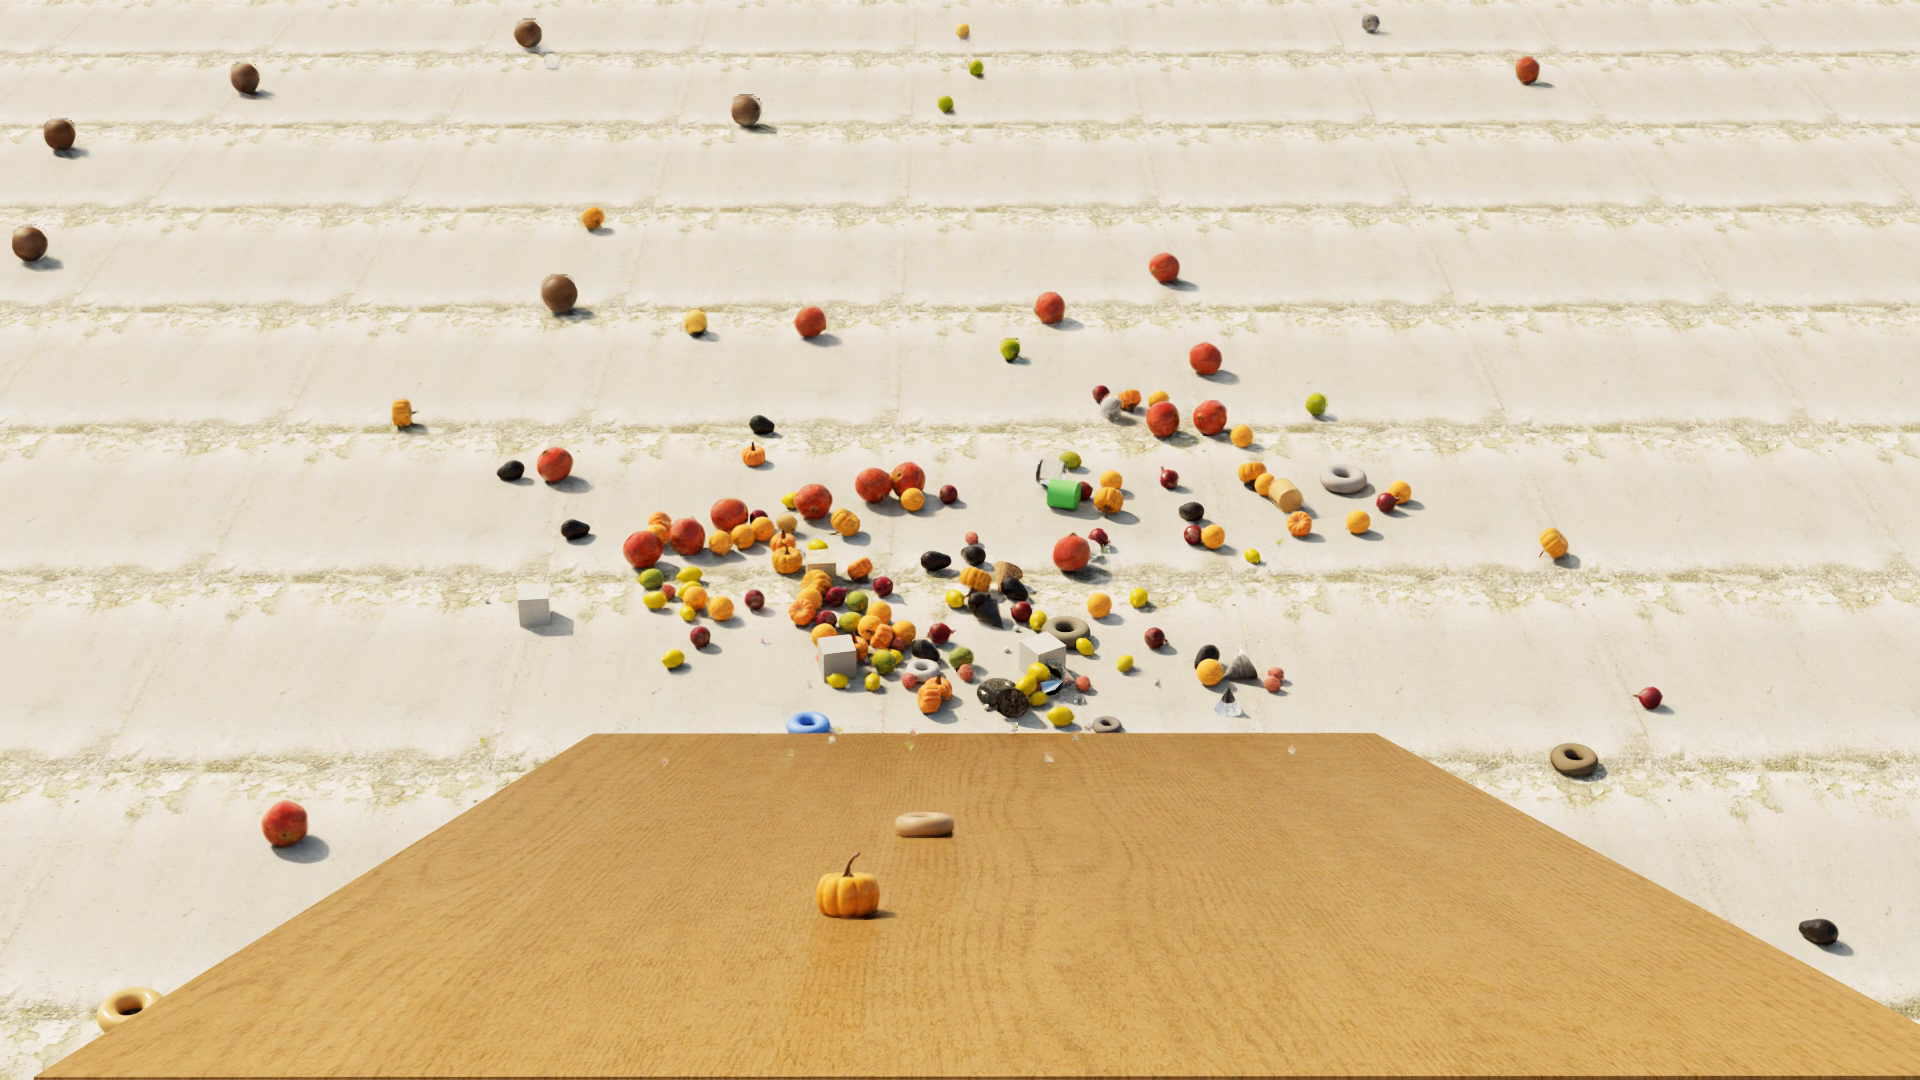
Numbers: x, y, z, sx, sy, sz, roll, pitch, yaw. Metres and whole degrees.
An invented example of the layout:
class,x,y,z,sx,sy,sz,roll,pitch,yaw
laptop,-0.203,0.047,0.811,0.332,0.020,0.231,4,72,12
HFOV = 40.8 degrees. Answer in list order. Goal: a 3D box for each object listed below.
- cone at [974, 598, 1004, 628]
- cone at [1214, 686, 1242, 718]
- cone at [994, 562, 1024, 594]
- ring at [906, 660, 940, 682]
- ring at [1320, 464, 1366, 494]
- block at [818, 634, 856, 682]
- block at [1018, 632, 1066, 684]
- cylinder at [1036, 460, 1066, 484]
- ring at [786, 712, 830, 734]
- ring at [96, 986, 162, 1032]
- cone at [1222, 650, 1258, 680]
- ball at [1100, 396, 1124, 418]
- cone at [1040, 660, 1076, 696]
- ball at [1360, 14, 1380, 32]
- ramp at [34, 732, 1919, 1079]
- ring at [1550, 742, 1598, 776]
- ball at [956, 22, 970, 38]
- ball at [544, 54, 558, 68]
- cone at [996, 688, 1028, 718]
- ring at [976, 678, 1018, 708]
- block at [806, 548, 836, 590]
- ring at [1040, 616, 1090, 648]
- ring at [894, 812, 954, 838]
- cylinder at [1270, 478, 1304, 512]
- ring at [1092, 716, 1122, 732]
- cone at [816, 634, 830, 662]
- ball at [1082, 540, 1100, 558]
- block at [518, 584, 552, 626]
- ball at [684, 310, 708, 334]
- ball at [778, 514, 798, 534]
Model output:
class,x,y,z,sx,sy,sz,roll,pitch,yaw
cone,0.098,0.221,7.269,0.081,0.081,0.081,-23,62,-37
cone,0.712,0.420,6.857,0.072,0.072,0.072,0,28,0
cone,0.126,0.124,7.449,0.089,0.089,0.089,11,56,19
ring,-0.100,0.355,7.023,0.094,0.031,0.094,-1,28,1
ring,1.192,-0.191,8.032,0.146,0.049,0.146,1,29,-1
block,-0.334,0.322,7.023,0.090,0.090,0.090,-6,29,-12
block,0.224,0.320,7.026,0.092,0.092,0.092,-17,32,-28
cylinder,0.284,-0.208,8.034,0.076,0.076,0.076,9,29,16
ring,-0.397,0.487,6.768,0.116,0.039,0.116,0,27,0
ring,-1.830,1.044,5.710,0.150,0.050,0.150,1,29,0
cone,0.746,0.356,7.012,0.090,0.090,0.090,-33,34,-4
ball,0.499,-0.435,8.461,0.075,0.075,0.075,0,28,0
cone,0.281,0.378,6.967,0.097,0.097,0.097,12,15,-41
ball,1.943,-2.451,12.238,0.088,0.088,0.088,0,28,0
ramp,0.063,0.567,4.608,2.000,0.100,4.000,0,1,0
ring,1.575,0.563,6.625,0.121,0.040,0.121,0,29,0
ball,0.012,-2.399,12.159,0.070,0.070,0.070,0,28,0
ball,-1.861,-2.181,11.753,0.066,0.066,0.066,0,28,0
cone,0.142,0.412,6.858,0.090,0.090,0.090,3,26,5
ring,0.101,0.408,6.917,0.116,0.039,0.116,-1,29,0
block,-0.402,0.085,7.476,0.084,0.084,0.084,-3,28,-6
ring,0.294,0.257,7.192,0.139,0.046,0.139,-1,28,1
ring,-0.063,0.501,4.543,0.106,0.035,0.106,-1,2,0
cylinder,0.997,-0.138,7.899,0.079,0.079,0.079,-8,29,-15
ring,0.386,0.487,6.781,0.078,0.026,0.078,0,27,0
cone,-0.360,0.290,7.096,0.077,0.077,0.077,0,28,0
ball,0.386,0.026,7.615,0.056,0.056,0.056,0,28,0
block,-1.199,0.184,7.286,0.086,0.086,0.086,-3,28,-6
ball,-0.929,-0.766,9.074,0.085,0.085,0.085,0,28,0
ball,-0.518,-0.049,7.751,0.060,0.060,0.060,0,28,0
